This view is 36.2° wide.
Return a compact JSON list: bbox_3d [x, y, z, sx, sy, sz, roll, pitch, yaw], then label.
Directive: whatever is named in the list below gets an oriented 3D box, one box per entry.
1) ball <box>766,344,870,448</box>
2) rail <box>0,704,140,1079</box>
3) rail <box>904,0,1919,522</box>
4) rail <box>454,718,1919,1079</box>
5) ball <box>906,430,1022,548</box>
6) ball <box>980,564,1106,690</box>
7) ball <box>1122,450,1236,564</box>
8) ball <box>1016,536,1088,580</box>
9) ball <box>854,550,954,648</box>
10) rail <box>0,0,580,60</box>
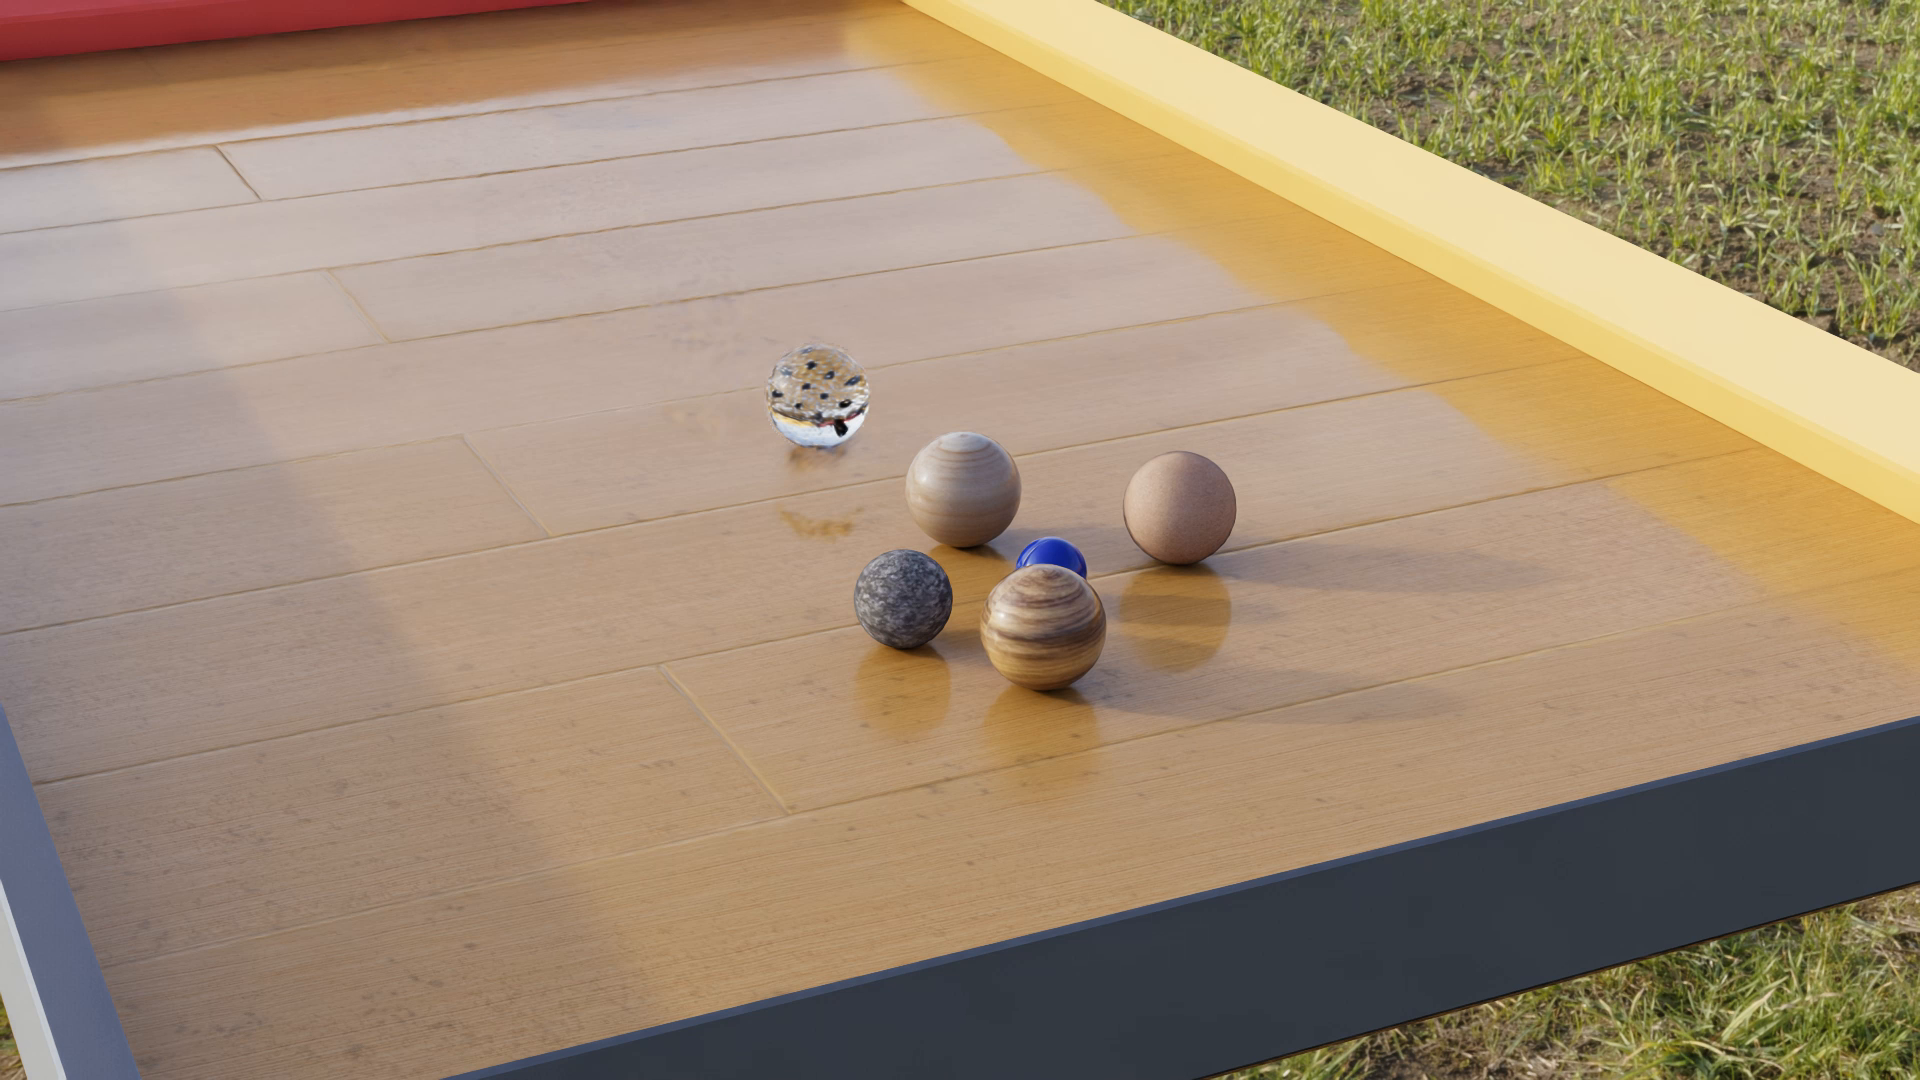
[{"bbox_3d":[-0.120,-0.122,2.489,0.088,0.088,0.088,0,23,0],"label":"ball"},{"bbox_3d":[-0.934,-0.134,2.478,0.045,0.118,2.628,-11,26,-23],"label":"rail"},{"bbox_3d":[0.379,-0.378,3.040,0.045,0.118,2.628,-11,26,-23],"label":"rail"},{"bbox_3d":[0.268,0.210,1.687,1.496,0.118,0.045,-11,26,-23],"label":"rail"},{"bbox_3d":[0.003,-0.040,2.297,0.091,0.091,0.091,0,23,0],"label":"ball"},{"bbox_3d":[0.059,0.061,2.067,0.089,0.089,0.089,0,23,0],"label":"ball"},{"bbox_3d":[0.169,-0.025,2.267,0.088,0.088,0.088,0,23,0],"label":"ball"},{"bbox_3d":[0.068,0.024,2.198,0.054,0.054,0.054,0,23,0],"label":"ball"},{"bbox_3d":[-0.041,0.043,2.132,0.072,0.072,0.072,0,23,0],"label":"ball"},{"bbox_3d":[-0.824,-0.722,3.831,1.496,0.118,0.045,-11,26,-23],"label":"rail"}]
